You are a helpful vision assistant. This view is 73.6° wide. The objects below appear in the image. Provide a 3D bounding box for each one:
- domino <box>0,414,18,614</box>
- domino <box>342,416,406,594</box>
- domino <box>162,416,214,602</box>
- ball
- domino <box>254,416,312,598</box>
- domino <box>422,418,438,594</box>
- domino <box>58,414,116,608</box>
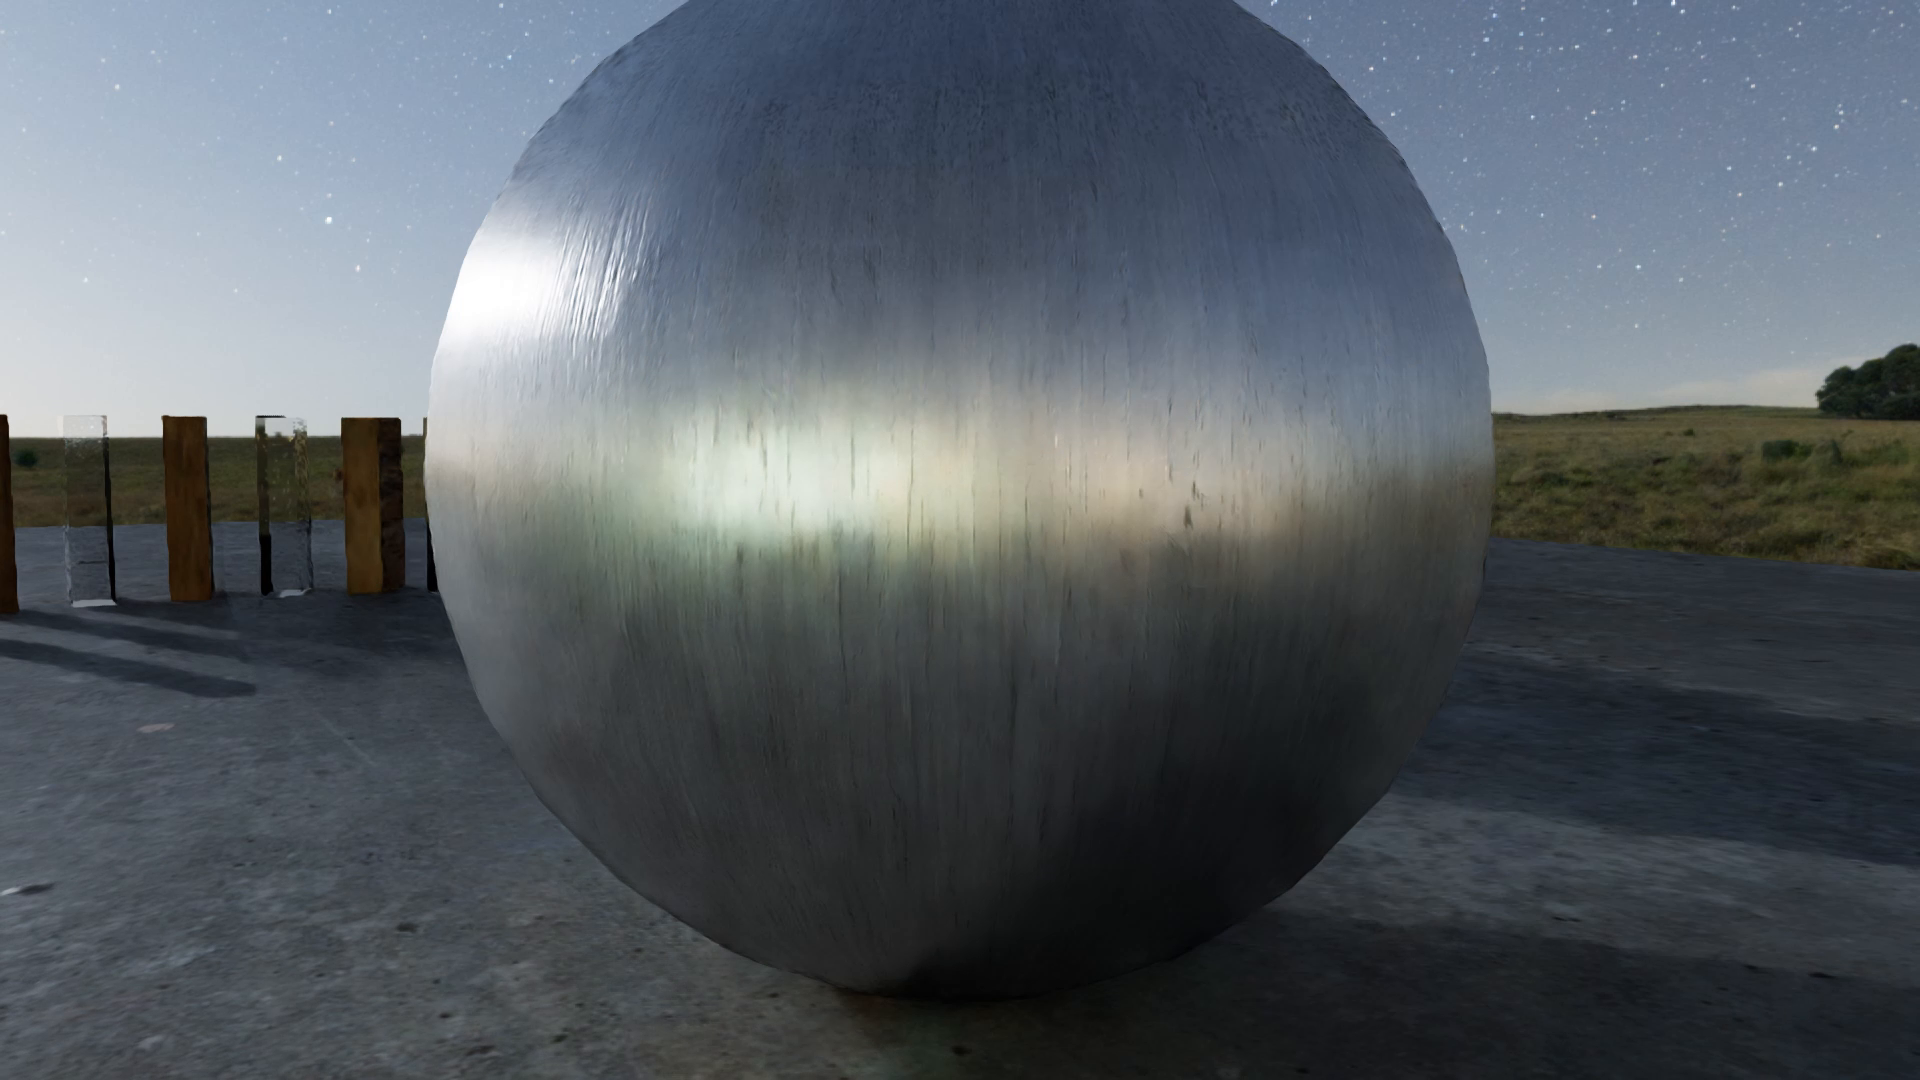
[{"bbox_3d":[-0.252,-0.007,0.328,0.025,0.050,0.010,4,6,40],"label":"domino"},{"bbox_3d":[-0.170,-0.010,0.373,0.009,0.050,0.025,-1,4,-10],"label":"domino"},{"bbox_3d":[-0.215,-0.009,0.358,0.010,0.050,0.025,-2,5,-28],"label":"domino"},{"bbox_3d":[0.000,-0.005,0.103,0.080,0.080,0.080,0,4,0],"label":"ball"},{"bbox_3d":[-0.193,-0.010,0.367,0.010,0.050,0.025,-2,5,-19],"label":"domino"},{"bbox_3d":[-0.147,-0.011,0.376,0.009,0.050,0.025,0,4,-1],"label":"domino"},{"bbox_3d":[-0.235,-0.008,0.345,0.010,0.050,0.025,-3,5,-38],"label":"domino"}]
